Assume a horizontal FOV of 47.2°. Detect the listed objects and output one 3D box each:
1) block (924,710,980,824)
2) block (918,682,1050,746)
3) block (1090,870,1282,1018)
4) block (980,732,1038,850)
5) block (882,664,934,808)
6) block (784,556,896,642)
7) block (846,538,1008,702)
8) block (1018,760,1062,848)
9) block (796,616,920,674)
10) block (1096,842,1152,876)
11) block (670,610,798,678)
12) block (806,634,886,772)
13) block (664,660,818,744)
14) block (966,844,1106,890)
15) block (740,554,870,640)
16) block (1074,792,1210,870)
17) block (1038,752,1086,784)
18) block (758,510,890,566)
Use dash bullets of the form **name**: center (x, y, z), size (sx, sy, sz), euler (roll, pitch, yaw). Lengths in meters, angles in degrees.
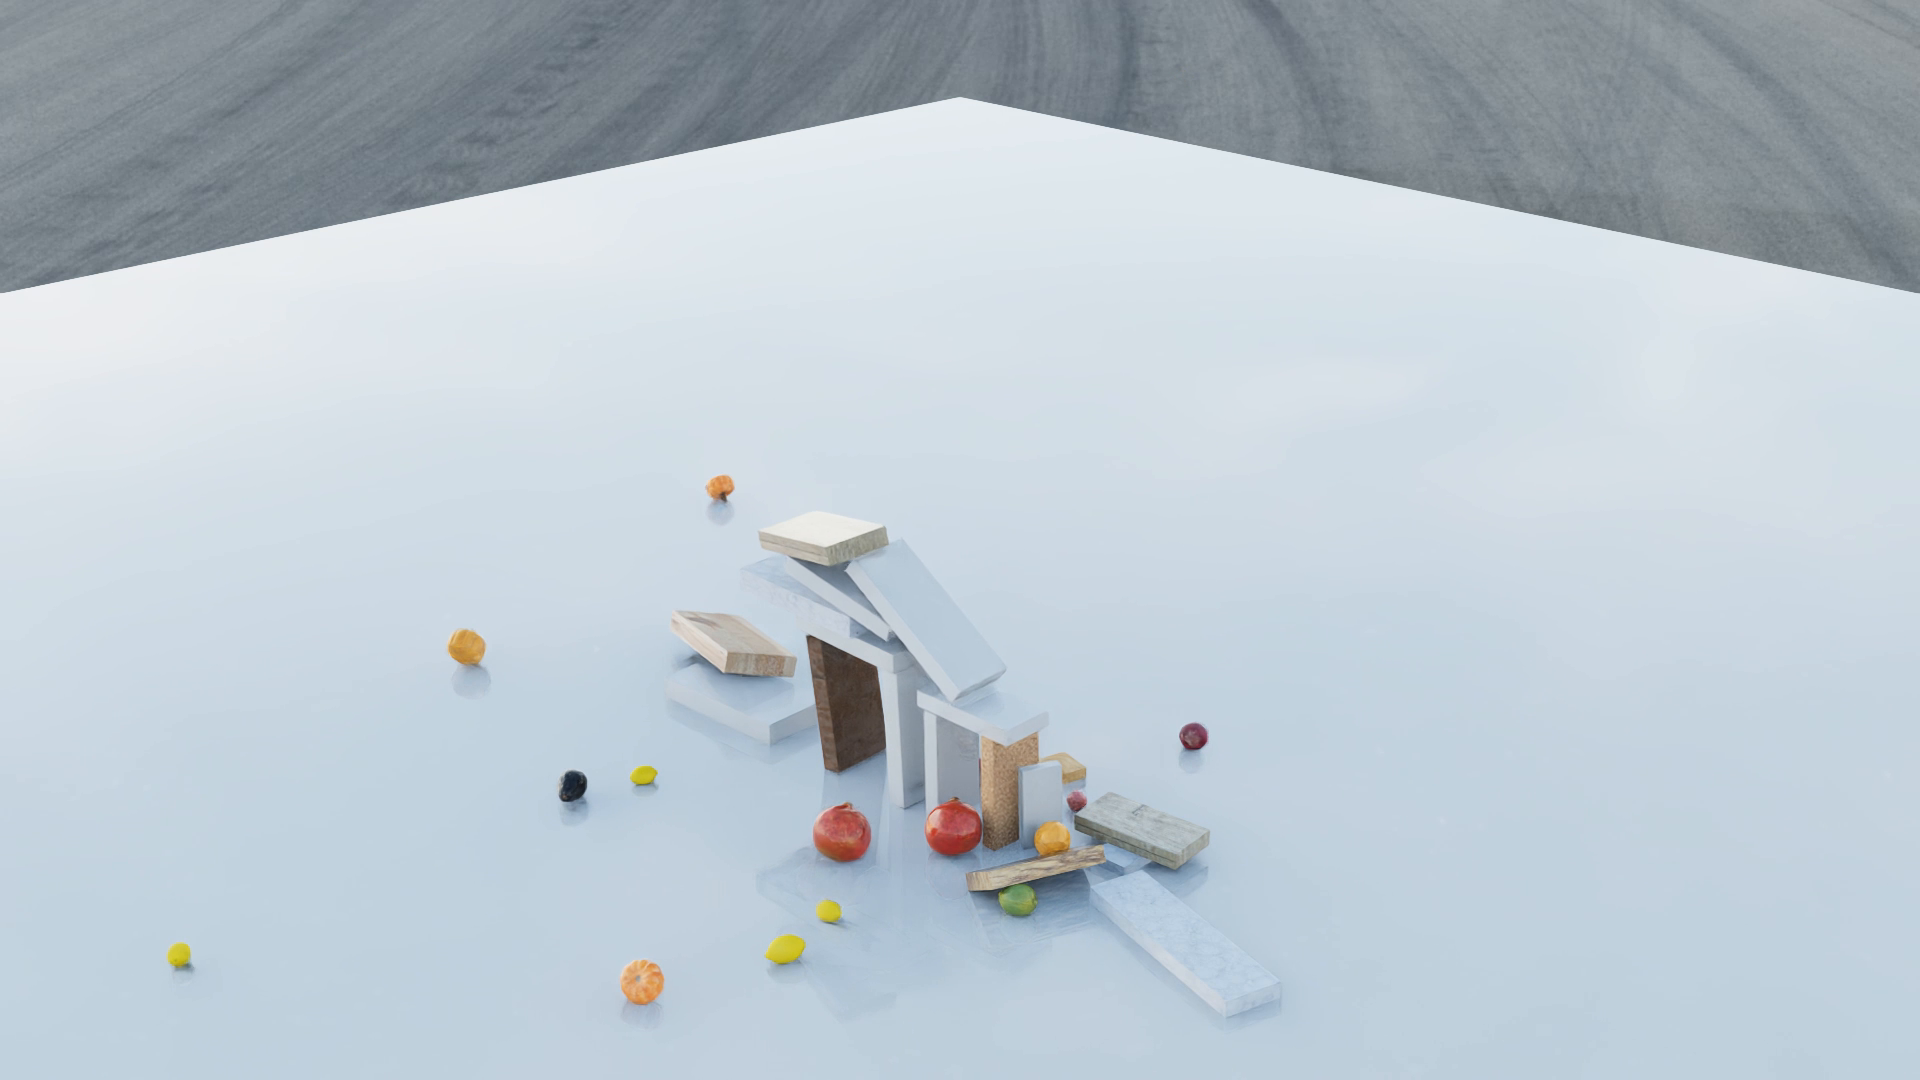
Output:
- **block**: center (-0.015, 0.437, 4.420), size (0.034, 0.243, 0.122), euler (20, 30, 41)
- **block**: center (0.044, 0.329, 4.317), size (0.243, 0.034, 0.121), euler (21, 31, 40)
- **block**: center (0.403, 0.728, 4.001), size (0.120, 0.034, 0.428), euler (-13, 26, -28)
- **block**: center (0.099, 0.478, 4.323), size (0.122, 0.243, 0.034), euler (-19, 28, -38)
- **block**: center (-0.082, 0.380, 4.480), size (0.149, 0.299, 0.042), euler (-21, 27, -41)
- **block**: center (-0.203, 0.093, 4.453), size (0.283, 0.040, 0.141), euler (33, 38, 27)
- **block**: center (-0.066, 0.156, 4.354), size (0.141, 0.040, 0.346), euler (-23, 67, -43)
- **block**: center (0.158, 0.520, 4.322), size (0.083, 0.166, 0.023), euler (-9, 20, -20)
- **block**: center (-0.183, 0.184, 4.500), size (0.149, 0.042, 0.299), euler (-21, 31, -40)
- **block**: center (0.342, 0.604, 4.306), size (0.083, 0.023, 0.166), euler (20, 30, 39)
- **block**: center (-0.522, 0.236, 5.038), size (0.171, 0.048, 0.342), euler (6, 11, -30)
- **block**: center (-0.236, 0.320, 4.620), size (0.042, 0.299, 0.149), euler (9, 23, 42)
- **block**: center (-0.477, 0.349, 4.876), size (0.342, 0.048, 0.171), euler (20, 30, 38)
- **block**: center (0.143, 0.623, 4.178), size (0.239, 0.034, 0.120), euler (-10, -6, -22)
- **block**: center (-0.282, 0.106, 4.568), size (0.342, 0.048, 0.171), euler (21, 31, 40)
- **block**: center (0.356, 0.569, 4.317), size (0.239, 0.034, 0.120), euler (18, 29, 35)
- **block**: center (0.171, 0.488, 4.580), size (0.166, 0.023, 0.083), euler (-13, 26, -29)
- **block**: center (-0.280, -0.005, 4.465), size (0.141, 0.040, 0.283), euler (-20, 18, -30)
